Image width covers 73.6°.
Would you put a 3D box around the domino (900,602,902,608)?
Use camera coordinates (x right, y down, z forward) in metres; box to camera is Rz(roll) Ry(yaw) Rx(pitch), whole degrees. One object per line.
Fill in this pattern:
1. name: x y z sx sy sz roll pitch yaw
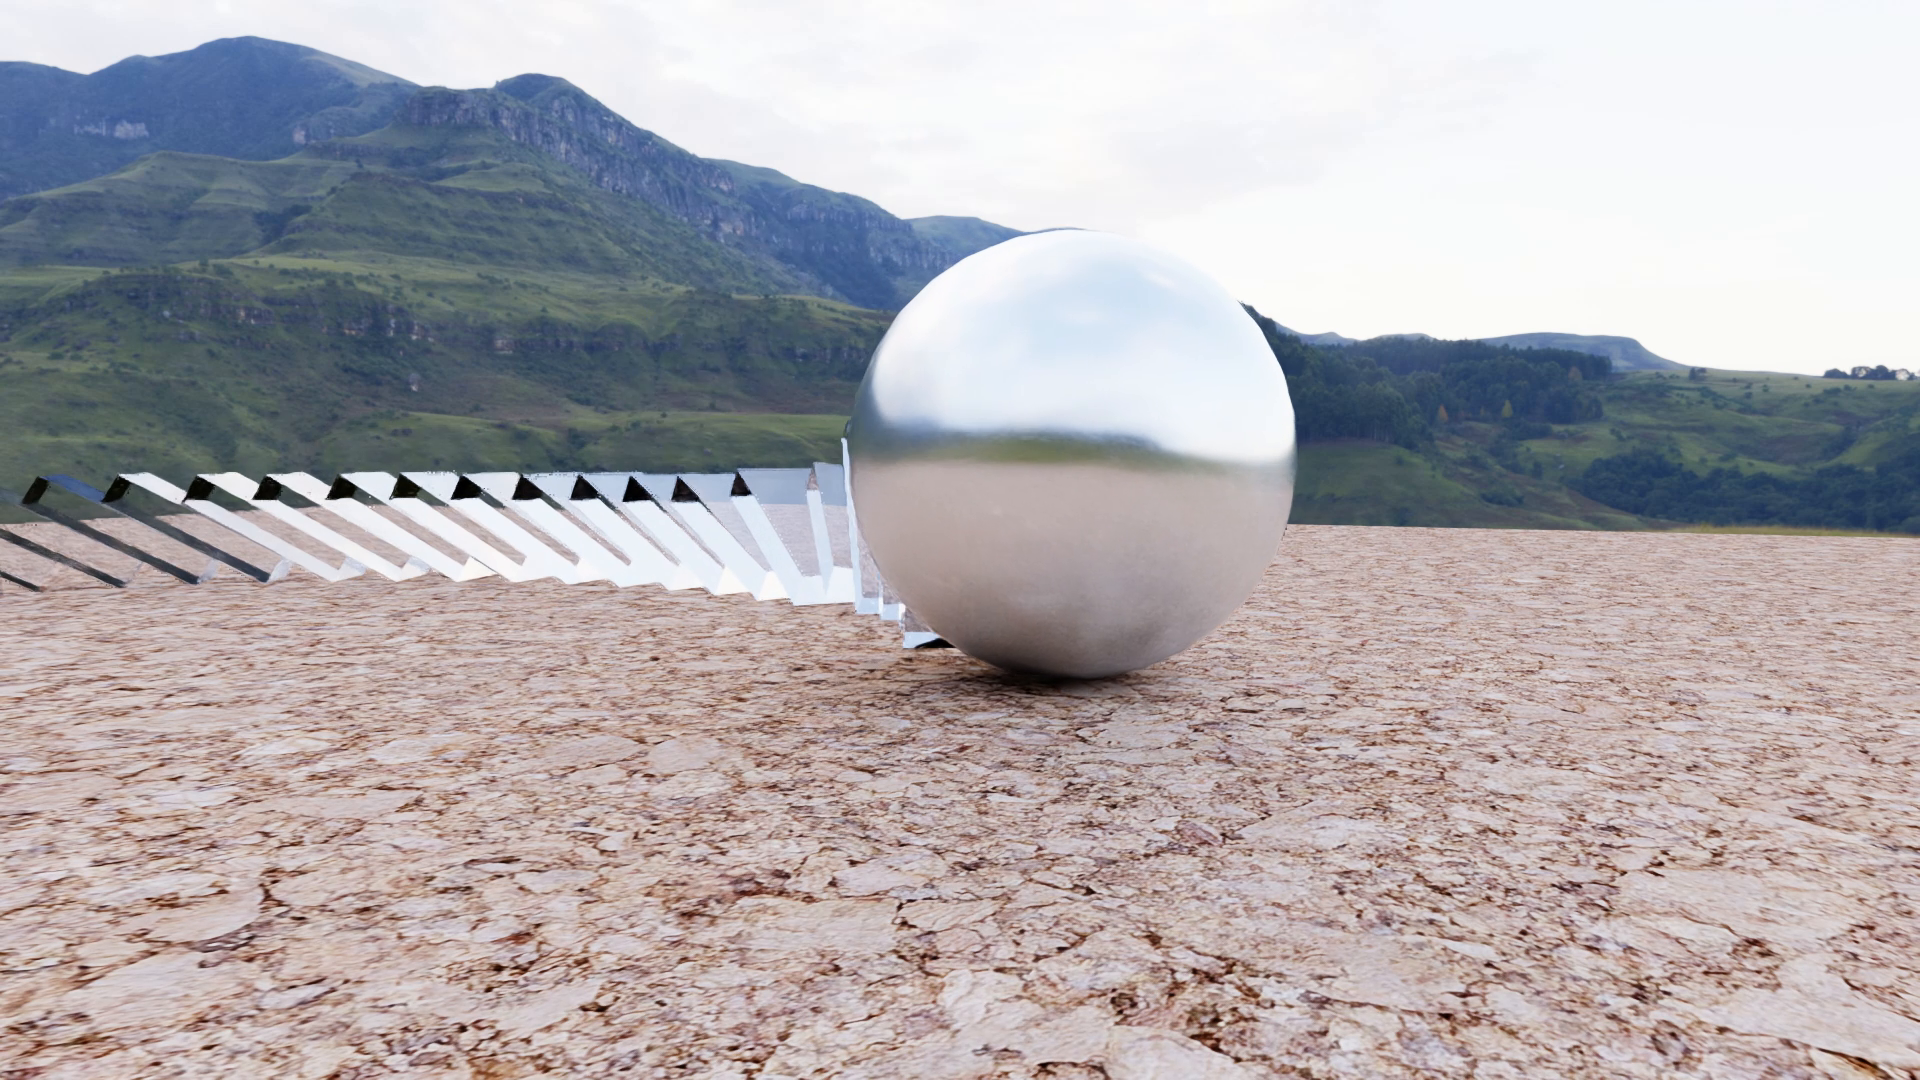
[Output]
1. domino: -0.002 -0.004 0.296 0.025 0.050 0.010 0 -26 -6

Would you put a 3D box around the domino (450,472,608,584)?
1. domino: -0.133 -0.004 0.405 0.050 0.009 0.025 33 14 15

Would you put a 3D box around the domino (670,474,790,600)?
1. domino: -0.060 -0.002 0.370 0.025 0.009 0.050 -4 36 -44

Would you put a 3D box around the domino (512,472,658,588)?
1. domino: -0.113 -0.004 0.400 0.050 0.009 0.025 34 18 21

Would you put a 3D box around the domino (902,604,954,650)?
1. domino: 0.000 -0.002 0.274 0.025 0.050 0.010 0 -26 -6

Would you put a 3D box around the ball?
1. ball: 0.020 -0.015 0.232 0.080 0.080 0.080 0 4 0

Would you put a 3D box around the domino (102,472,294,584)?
1. domino: -0.233 -0.004 0.397 0.050 0.010 0.025 30 -3 -14

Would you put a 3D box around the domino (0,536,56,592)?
1. domino: -0.287 -0.002 0.366 0.050 0.010 0.025 33 -15 -29

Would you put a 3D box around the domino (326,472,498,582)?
1. domino: -0.173 -0.005 0.410 0.050 0.009 0.025 31 8 5

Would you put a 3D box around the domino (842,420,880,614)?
1. domino: -0.015 -0.006 0.329 0.025 0.050 0.009 0 -26 -14

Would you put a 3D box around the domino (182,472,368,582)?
1. domino: -0.213 -0.004 0.405 0.050 0.010 0.025 30 2 -6

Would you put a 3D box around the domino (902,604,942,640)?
1. domino: -0.001 -0.003 0.285 0.025 0.050 0.009 0 -26 -6

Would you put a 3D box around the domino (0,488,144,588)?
1. domino: -0.270 -0.002 0.379 0.050 0.010 0.025 31 -10 -25

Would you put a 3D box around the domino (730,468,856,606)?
1. domino: -0.043 -0.002 0.357 0.025 0.009 0.050 -2 38 -33

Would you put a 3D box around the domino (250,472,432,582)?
1. domino: -0.194 -0.005 0.407 0.050 0.009 0.025 30 3 -3

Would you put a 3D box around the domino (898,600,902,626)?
1. domino: -0.003 -0.004 0.307 0.025 0.050 0.009 0 -26 -6

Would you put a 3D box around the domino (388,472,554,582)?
1. domino: -0.153 -0.005 0.408 0.050 0.009 0.025 32 11 9

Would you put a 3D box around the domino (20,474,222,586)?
1. domino: -0.252 -0.003 0.389 0.050 0.009 0.025 30 -6 -19

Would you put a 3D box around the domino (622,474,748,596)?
1. domino: -0.076 -0.003 0.382 0.050 0.010 0.025 39 27 31

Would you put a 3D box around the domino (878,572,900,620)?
1. domino: -0.008 -0.005 0.318 0.025 0.050 0.010 -1 -26 -9

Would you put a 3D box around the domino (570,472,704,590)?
1. domino: -0.093 -0.004 0.392 0.050 0.009 0.025 37 23 26

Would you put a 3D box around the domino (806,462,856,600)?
1. domino: -0.026 -0.002 0.349 0.025 0.009 0.050 7 33 -19
